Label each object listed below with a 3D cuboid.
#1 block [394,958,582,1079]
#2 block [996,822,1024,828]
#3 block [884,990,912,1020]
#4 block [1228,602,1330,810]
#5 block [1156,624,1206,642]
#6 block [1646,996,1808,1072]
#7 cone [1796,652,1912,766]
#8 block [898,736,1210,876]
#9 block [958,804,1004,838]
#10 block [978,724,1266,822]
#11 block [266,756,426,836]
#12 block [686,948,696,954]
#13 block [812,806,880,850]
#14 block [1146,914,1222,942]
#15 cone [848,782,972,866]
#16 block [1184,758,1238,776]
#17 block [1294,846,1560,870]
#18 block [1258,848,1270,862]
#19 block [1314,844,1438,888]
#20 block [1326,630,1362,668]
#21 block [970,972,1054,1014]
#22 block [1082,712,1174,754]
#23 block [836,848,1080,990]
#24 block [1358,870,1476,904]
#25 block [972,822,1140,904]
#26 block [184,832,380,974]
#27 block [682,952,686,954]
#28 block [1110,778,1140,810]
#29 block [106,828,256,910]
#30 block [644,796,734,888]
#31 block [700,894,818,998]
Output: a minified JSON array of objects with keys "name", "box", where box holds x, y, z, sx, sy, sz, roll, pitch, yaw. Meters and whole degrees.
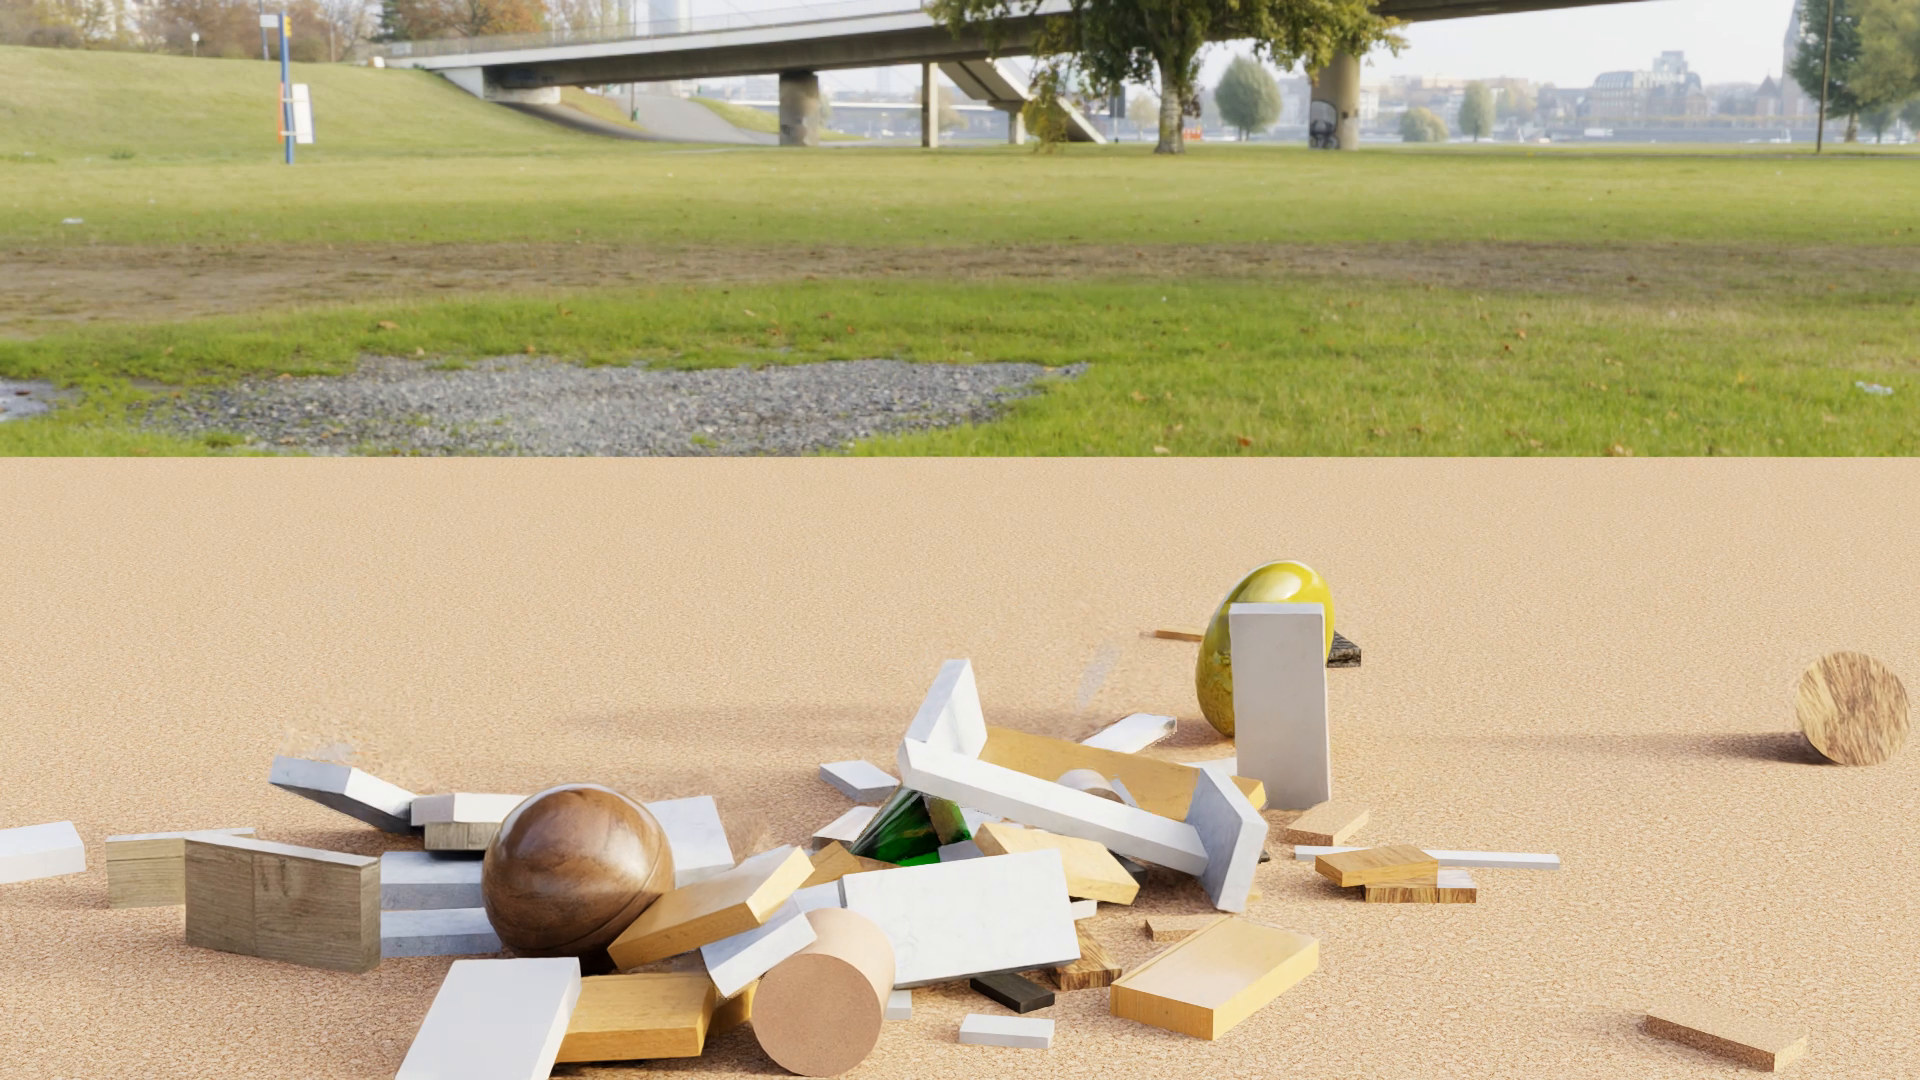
[{"name":"block","box":[-0.618,0.697,2.730,0.173,0.049,0.650,-2,17,2]},{"name":"block","box":[0.073,0.539,3.874,0.091,0.026,0.182,-1,11,-4]},{"name":"block","box":[-0.136,0.672,3.176,0.131,0.018,0.065,0,11,-2]},{"name":"block","box":[0.591,0.309,4.058,0.167,0.402,0.047,0,22,13]},{"name":"block","box":[0.570,0.236,5.523,0.140,0.019,0.067,6,12,27]},{"name":"block","box":[1.068,0.688,3.068,0.095,0.027,0.190,-10,15,-43]},{"name":"cone","box":[1.794,0.373,4.546,0.237,0.237,0.237,-1,-16,-4]},{"name":"block","box":[0.155,0.444,3.655,0.532,0.035,0.125,18,15,-12]},{"name":"block","box":[-0.018,0.514,3.906,0.095,0.027,0.190,-2,14,39]},{"name":"block","box":[0.251,0.455,4.138,0.652,0.043,0.153,8,33,37]},{"name":"block","box":[-1.030,0.453,3.832,0.167,0.047,0.334,5,-19,25]},{"name":"block","box":[-0.365,0.605,3.421,0.018,0.065,0.180,-44,-17,33]},{"name":"block","box":[-0.181,0.523,3.957,0.095,0.027,0.190,4,11,22]},{"name":"block","box":[0.362,0.615,3.486,0.125,0.018,0.063,-1,11,-7]},{"name":"cone","box":[-0.125,0.527,3.711,0.242,0.242,0.242,-25,7,9]},{"name":"block","box":[0.497,0.459,4.302,0.190,0.027,0.095,-4,11,-22]},{"name":"block","box":[0.811,0.553,3.831,0.451,0.013,0.045,1,11,6]},{"name":"block","box":[0.490,0.552,3.838,0.091,0.013,0.045,-2,11,-13]},{"name":"block","box":[0.699,0.546,3.694,0.182,0.026,0.091,-4,11,-20]},{"name":"block","box":[0.853,0.255,5.356,0.153,0.043,0.307,-2,11,-9]},{"name":"block","box":[0.076,0.662,3.233,0.063,0.018,0.125,-7,13,-35]},{"name":"block","box":[0.303,0.413,4.406,0.091,0.026,0.378,4,14,32]},{"name":"block","box":[-0.002,0.561,3.244,0.334,0.167,0.047,-5,-21,-16]},{"name":"block","box":[0.760,0.577,3.667,0.182,0.026,0.091,0,11,1]},{"name":"block","box":[0.152,0.508,3.449,0.249,0.035,0.125,15,18,-37]},{"name":"block","box":[-1.044,0.556,3.384,0.334,0.167,0.047,4,7,22]},{"name":"block","box":[-0.486,0.617,3.451,0.186,0.026,0.093,1,11,7]},{"name":"block","box":[0.315,0.487,3.929,0.019,0.067,0.134,-35,37,0]},{"name":"block","box":[-1.279,0.540,3.621,0.230,0.115,0.033,-2,11,-11]},{"name":"block","box":[-0.561,0.516,3.623,0.346,0.049,0.173,-5,35,-18]},{"name":"block","box":[-0.290,0.542,3.066,0.145,0.041,0.291,-32,9,-8]}]
